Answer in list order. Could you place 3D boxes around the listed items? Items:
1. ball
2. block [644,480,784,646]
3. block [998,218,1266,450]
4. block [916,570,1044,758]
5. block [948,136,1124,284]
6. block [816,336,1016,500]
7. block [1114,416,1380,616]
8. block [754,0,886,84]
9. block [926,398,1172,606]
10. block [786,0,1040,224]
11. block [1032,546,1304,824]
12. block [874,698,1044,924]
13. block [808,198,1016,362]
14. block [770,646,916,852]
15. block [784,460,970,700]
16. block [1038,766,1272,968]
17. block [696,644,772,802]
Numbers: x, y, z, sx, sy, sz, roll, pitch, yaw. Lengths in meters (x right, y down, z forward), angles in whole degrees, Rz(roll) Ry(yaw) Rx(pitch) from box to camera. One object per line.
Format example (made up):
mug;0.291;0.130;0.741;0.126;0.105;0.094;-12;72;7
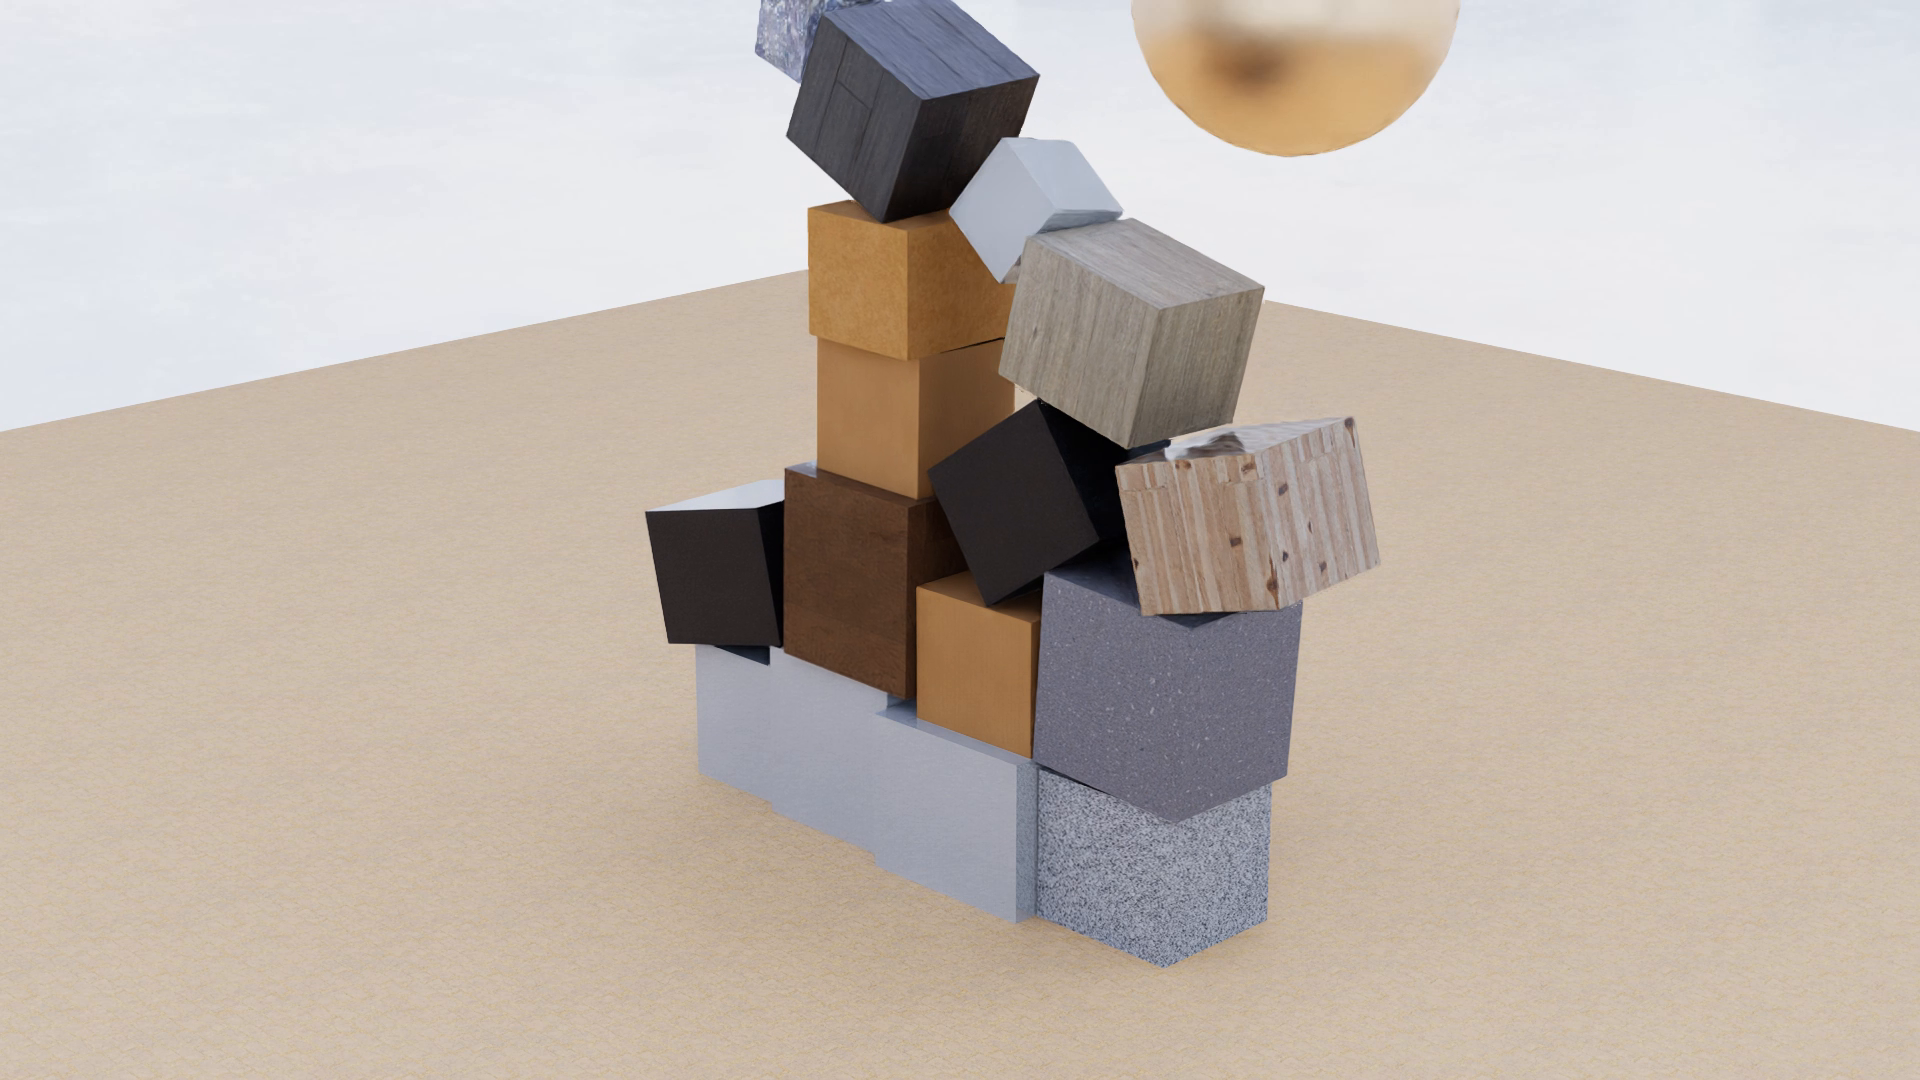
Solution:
ball;1.623;-2.661;14.206;1.600;1.600;1.600;0;17;0
block;-0.925;0.098;14.358;0.846;0.667;0.775;-1;11;46
block;0.717;-0.882;12.352;0.665;0.632;0.773;-15;37;-42
block;0.316;0.503;13.193;0.735;0.627;0.708;-17;24;-42
block;0.328;-1.420;12.670;0.449;0.449;0.433;-5;53;-47
block;-0.202;-0.628;13.392;0.608;0.649;0.668;-16;25;-42
block;1.185;-0.102;12.046;0.692;0.630;0.749;-4;11;42
block;-0.633;-2.337;13.246;0.392;0.413;0.415;-10;33;-33
block;0.448;-0.220;12.795;0.667;0.658;0.781;-17;-11;-44
block;-0.213;-1.914;12.935;0.708;0.645;0.692;-19;52;-40
block;0.891;0.582;12.617;0.822;0.878;0.742;21;27;40
block;0.243;1.147;13.442;0.896;0.751;0.903;-17;24;-42
block;-0.196;-1.213;13.178;0.728;0.581;0.645;-18;26;-42
block;-0.365;0.914;14.014;0.722;0.847;0.807;-16;24;-43
block;-0.233;0.109;13.638;0.831;0.906;0.826;-16;25;-42
block;0.853;1.343;12.900;0.749;0.700;0.689;17;24;42
block;-0.866;0.827;14.538;0.615;0.704;0.627;-17;24;-42
